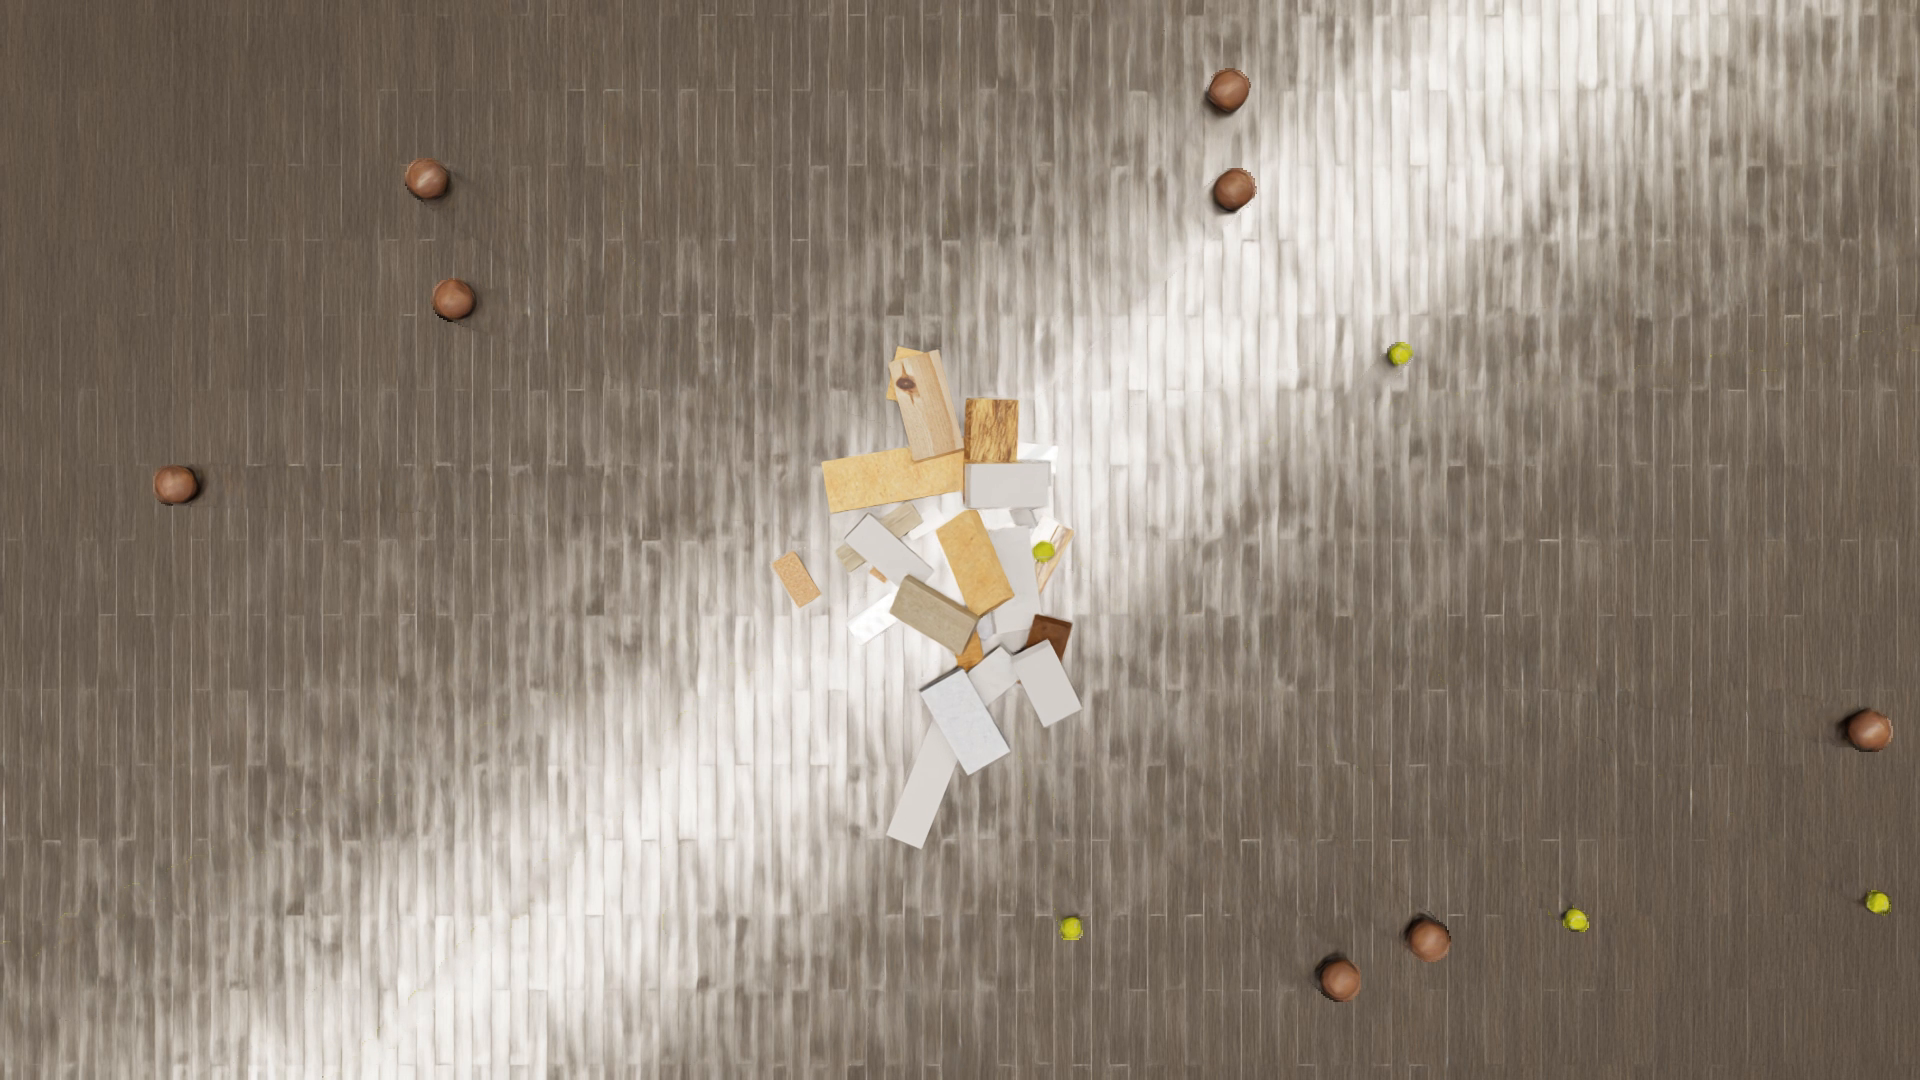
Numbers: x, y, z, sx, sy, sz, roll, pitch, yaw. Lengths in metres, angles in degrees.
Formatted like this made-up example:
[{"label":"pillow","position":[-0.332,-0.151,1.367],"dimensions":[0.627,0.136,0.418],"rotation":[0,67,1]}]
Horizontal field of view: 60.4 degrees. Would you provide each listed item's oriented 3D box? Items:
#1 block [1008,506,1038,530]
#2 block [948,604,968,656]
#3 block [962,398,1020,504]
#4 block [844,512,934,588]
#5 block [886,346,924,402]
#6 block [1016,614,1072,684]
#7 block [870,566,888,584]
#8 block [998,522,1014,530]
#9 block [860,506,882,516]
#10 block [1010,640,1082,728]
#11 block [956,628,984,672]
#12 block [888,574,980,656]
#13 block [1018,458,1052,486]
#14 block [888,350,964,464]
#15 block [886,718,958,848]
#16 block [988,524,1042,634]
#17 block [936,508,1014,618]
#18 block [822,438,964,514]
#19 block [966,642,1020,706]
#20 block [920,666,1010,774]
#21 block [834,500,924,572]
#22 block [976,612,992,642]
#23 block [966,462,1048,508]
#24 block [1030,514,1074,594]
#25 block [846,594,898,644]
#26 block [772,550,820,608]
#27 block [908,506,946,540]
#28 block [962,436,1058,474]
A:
[{"label":"block","position":[0.199,-0.100,5.472],"dimensions":[0.072,0.020,0.143],"rotation":[-24,90,32]},{"label":"block","position":[0.008,0.300,5.488],"dimensions":[0.088,0.025,0.176],"rotation":[2,90,0]},{"label":"block","position":[0.101,-0.289,5.387],"dimensions":[0.171,0.048,0.342],"rotation":[-1,96,-26]},{"label":"block","position":[-0.234,0.049,5.447],"dimensions":[0.294,0.034,0.120],"rotation":[42,96,-12]},{"label":"block","position":[-0.183,-0.547,5.488],"dimensions":[0.088,0.025,0.176],"rotation":[12,90,0]},{"label":"block","position":[0.276,0.373,5.427],"dimensions":[0.126,0.036,0.252],"rotation":[14,117,0]},{"label":"block","position":[-0.240,0.075,5.491],"dimensions":[0.064,0.018,0.128],"rotation":[35,90,0]},{"label":"block","position":[0.127,0.003,5.490],"dimensions":[0.143,0.020,0.072],"rotation":[-27,90,0]},{"label":"block","position":[-0.316,-0.145,5.491],"dimensions":[0.064,0.018,0.128],"rotation":[-25,90,0]},{"label":"block","position":[0.283,0.471,5.413],"dimensions":[0.141,0.040,0.283],"rotation":[-26,119,0]},{"label":"block","position":[0.031,0.384,5.457],"dimensions":[0.088,0.025,0.176],"rotation":[-12,111,0]},{"label":"block","position":[-0.084,0.246,5.394],"dimensions":[0.283,0.040,0.141],"rotation":[30,115,14]},{"label":"block","position":[0.216,-0.225,5.463],"dimensions":[0.174,0.025,0.087],"rotation":[1,95,0]},{"label":"block","position":[-0.110,-0.438,5.423],"dimensions":[0.171,0.048,0.342],"rotation":[-15,81,0]},{"label":"block","position":[-0.101,0.791,5.482],"dimensions":[0.126,0.036,0.452],"rotation":[22,90,0]},{"label":"block","position":[0.166,0.129,5.420],"dimensions":[0.161,0.046,0.337],"rotation":[-9,91,-16]},{"label":"block","position":[0.047,0.076,5.374],"dimensions":[0.161,0.046,0.322],"rotation":[-34,73,37]},{"label":"block","position":[-0.183,-0.218,5.454],"dimensions":[0.526,0.048,0.171],"rotation":[-10,90,1]},{"label":"block","position":[0.083,0.468,5.444],"dimensions":[0.252,0.036,0.126],"rotation":[-40,98,14]},{"label":"block","position":[0.016,0.594,5.424],"dimensions":[0.161,0.046,0.322],"rotation":[-30,100,0]},{"label":"block","position":[-0.268,-0.012,5.475],"dimensions":[0.300,0.025,0.087],"rotation":[-34,83,3]},{"label":"block","position":[0.085,0.237,5.469],"dimensions":[0.088,0.025,0.176],"rotation":[22,84,-12]},{"label":"block","position":[0.154,-0.179,5.375],"dimensions":[0.283,0.040,0.141],"rotation":[-2,96,-26]},{"label":"block","position":[0.271,0.049,5.483],"dimensions":[0.120,0.034,0.239],"rotation":[29,90,0]},{"label":"block","position":[-0.281,0.263,5.488],"dimensions":[0.176,0.025,0.088],"rotation":[-34,90,0]},{"label":"block","position":[-0.544,0.131,5.488],"dimensions":[0.087,0.025,0.174],"rotation":[-32,90,0]},{"label":"block","position":[-0.119,-0.056,5.491],"dimensions":[0.128,0.018,0.064],"rotation":[-29,90,0]},{"label":"block","position":[0.160,-0.283,5.488],"dimensions":[0.322,0.025,0.088],"rotation":[6,90,0]}]
